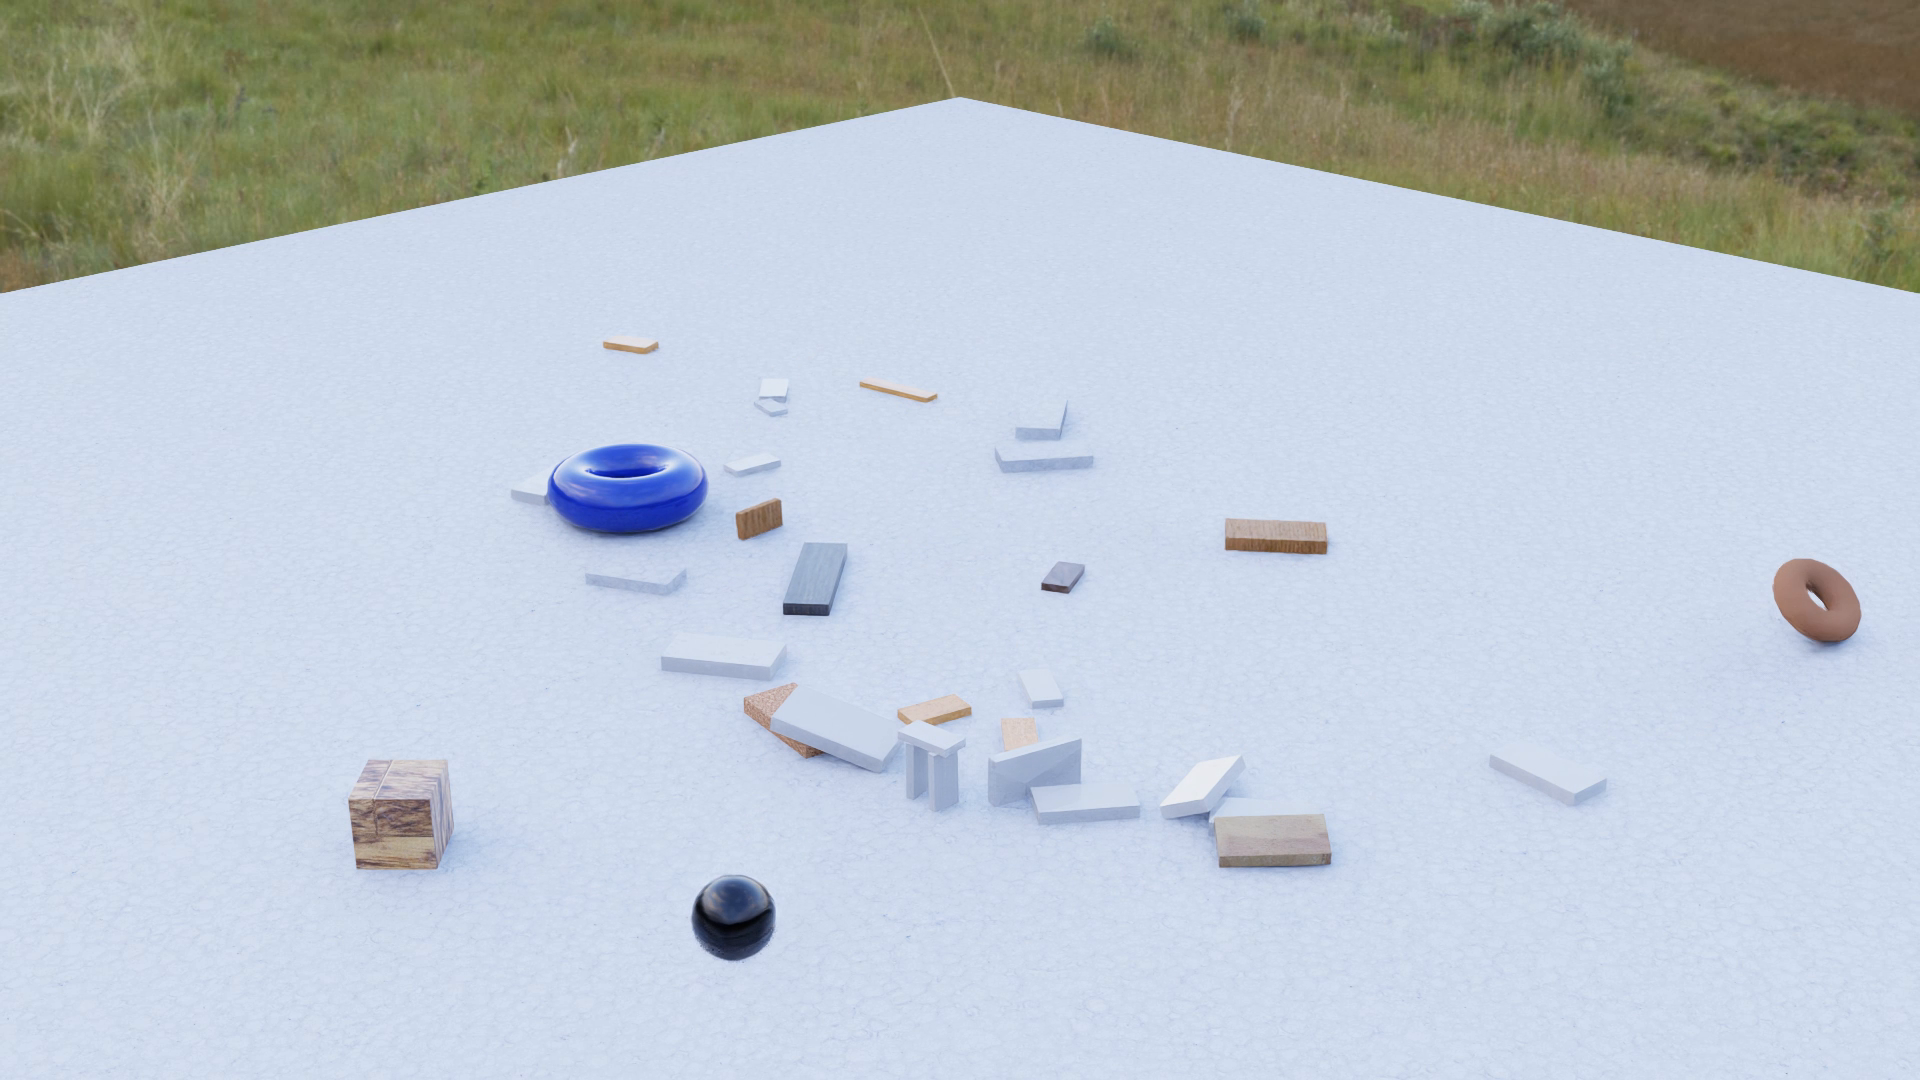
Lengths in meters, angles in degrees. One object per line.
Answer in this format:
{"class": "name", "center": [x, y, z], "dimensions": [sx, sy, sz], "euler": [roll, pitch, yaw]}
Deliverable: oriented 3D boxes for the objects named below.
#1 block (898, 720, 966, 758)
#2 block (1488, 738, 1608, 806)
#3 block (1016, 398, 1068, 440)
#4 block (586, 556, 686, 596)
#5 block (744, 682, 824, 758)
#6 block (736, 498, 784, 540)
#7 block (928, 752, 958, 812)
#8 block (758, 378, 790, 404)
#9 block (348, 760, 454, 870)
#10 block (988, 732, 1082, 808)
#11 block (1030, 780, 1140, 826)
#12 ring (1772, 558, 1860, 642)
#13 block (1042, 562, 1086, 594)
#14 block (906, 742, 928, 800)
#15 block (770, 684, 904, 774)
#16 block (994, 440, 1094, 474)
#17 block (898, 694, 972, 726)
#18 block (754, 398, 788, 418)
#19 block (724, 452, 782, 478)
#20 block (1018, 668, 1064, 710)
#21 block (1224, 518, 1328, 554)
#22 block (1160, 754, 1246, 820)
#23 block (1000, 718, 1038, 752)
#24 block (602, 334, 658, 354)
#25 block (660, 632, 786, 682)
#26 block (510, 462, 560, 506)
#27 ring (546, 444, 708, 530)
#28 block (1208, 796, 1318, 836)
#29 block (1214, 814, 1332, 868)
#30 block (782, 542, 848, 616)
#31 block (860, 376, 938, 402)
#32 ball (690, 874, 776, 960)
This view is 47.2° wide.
{"class": "block", "center": [-0.058, 0.403, 4.461], "dimensions": [0.128, 0.018, 0.064], "euler": [18, 29, 36]}
{"class": "block", "center": [1.224, 0.484, 4.582], "dimensions": [0.108, 0.031, 0.216], "euler": [-17, 28, -35]}
{"class": "block", "center": [0.244, -0.363, 6.568], "dimensions": [0.131, 0.037, 0.267], "euler": [3, 23, 7]}
{"class": "block", "center": [-0.811, 0.090, 5.508], "dimensions": [0.224, 0.032, 0.112], "euler": [8, 24, 18]}
{"class": "block", "center": [-0.349, 0.391, 4.791], "dimensions": [0.130, 0.037, 0.261], "euler": [-16, 28, -32]}
{"class": "block", "center": [-0.528, -0.056, 5.799], "dimensions": [0.020, 0.072, 0.143], "euler": [13, 26, 41]}
{"class": "block", "center": [-0.034, 0.482, 4.460], "dimensions": [0.064, 0.128, 0.018], "euler": [-19, 28, -38]}
{"class": "block", "center": [-0.576, -0.463, 6.822], "dimensions": [0.082, 0.023, 0.164], "euler": [0, 23, 0]}
{"class": "block", "center": [-1.090, 0.536, 4.299], "dimensions": [0.156, 0.156, 0.156], "euler": [0, 23, 0]}
{"class": "block", "center": [0.154, 0.472, 4.516], "dimensions": [0.207, 0.104, 0.029], "euler": [-13, 26, -27]}
{"class": "block", "center": [0.253, 0.533, 4.466], "dimensions": [0.207, 0.029, 0.104], "euler": [-3, 23, -7]}
{"class": "ring", "center": [2.032, 0.143, 5.215], "dimensions": [0.226, 0.075, 0.226], "euler": [12, 52, -16]}
{"class": "block", "center": [0.259, 0.093, 5.515], "dimensions": [0.072, 0.020, 0.143], "euler": [8, 24, 18]}
{"class": "block", "center": [-0.086, 0.462, 4.509], "dimensions": [0.018, 0.128, 0.064], "euler": [13, 26, 28]}
{"class": "block", "center": [-0.257, 0.401, 4.679], "dimensions": [0.261, 0.037, 0.131], "euler": [20, 36, 15]}
{"class": "block", "center": [0.239, -0.238, 6.275], "dimensions": [0.261, 0.037, 0.130], "euler": [-4, 23, -9]}
{"class": "block", "center": [-0.056, 0.379, 4.841], "dimensions": [0.147, 0.021, 0.073], "euler": [-13, 26, -29]}
{"class": "block", "center": [-0.575, -0.403, 6.690], "dimensions": [0.057, 0.016, 0.114], "euler": [-13, 26, -29]}
{"class": "block", "center": [-0.589, -0.212, 6.234], "dimensions": [0.147, 0.021, 0.073], "euler": [-17, 28, -35]}
{"class": "block", "center": [0.181, 0.334, 4.947], "dimensions": [0.072, 0.020, 0.153], "euler": [-4, 23, -9]}
{"class": "block", "center": [0.823, -0.010, 5.737], "dimensions": [0.261, 0.037, 0.130], "euler": [2, 23, 6]}
{"class": "block", "center": [0.496, 0.503, 4.486], "dimensions": [0.103, 0.029, 0.207], "euler": [-15, 12, 34]}
{"class": "block", "center": [0.129, 0.426, 4.731], "dimensions": [0.073, 0.021, 0.147], "euler": [-1, 23, -3]}
{"class": "block", "center": [-1.085, -0.645, 7.251], "dimensions": [0.164, 0.023, 0.082], "euler": [10, 25, 23]}
{"class": "block", "center": [-0.544, 0.269, 5.079], "dimensions": [0.261, 0.037, 0.130], "euler": [5, 23, 11]}
{"class": "block", "center": [-1.130, -0.155, 6.085], "dimensions": [0.112, 0.032, 0.224], "euler": [11, 25, 23]}
{"class": "ring", "center": [-0.893, -0.144, 5.919], "dimensions": [0.433, 0.144, 0.433], "euler": [0, 22, 0]}
{"class": "block", "center": [0.608, 0.560, 4.402], "dimensions": [0.216, 0.031, 0.108], "euler": [3, 23, 8]}
{"class": "block", "center": [0.609, 0.587, 4.295], "dimensions": [0.216, 0.031, 0.108], "euler": [-2, 37, 1]}
{"class": "block", "center": [-0.359, 0.095, 5.496], "dimensions": [0.112, 0.032, 0.376], "euler": [2, 23, 4]}
{"class": "block", "center": [-0.193, -0.468, 6.842], "dimensions": [0.264, 0.016, 0.057], "euler": [16, 28, 33]}
{"class": "ball", "center": [-0.408, 0.679, 3.961], "dimensions": [0.155, 0.155, 0.155], "euler": [0, 23, 0]}
